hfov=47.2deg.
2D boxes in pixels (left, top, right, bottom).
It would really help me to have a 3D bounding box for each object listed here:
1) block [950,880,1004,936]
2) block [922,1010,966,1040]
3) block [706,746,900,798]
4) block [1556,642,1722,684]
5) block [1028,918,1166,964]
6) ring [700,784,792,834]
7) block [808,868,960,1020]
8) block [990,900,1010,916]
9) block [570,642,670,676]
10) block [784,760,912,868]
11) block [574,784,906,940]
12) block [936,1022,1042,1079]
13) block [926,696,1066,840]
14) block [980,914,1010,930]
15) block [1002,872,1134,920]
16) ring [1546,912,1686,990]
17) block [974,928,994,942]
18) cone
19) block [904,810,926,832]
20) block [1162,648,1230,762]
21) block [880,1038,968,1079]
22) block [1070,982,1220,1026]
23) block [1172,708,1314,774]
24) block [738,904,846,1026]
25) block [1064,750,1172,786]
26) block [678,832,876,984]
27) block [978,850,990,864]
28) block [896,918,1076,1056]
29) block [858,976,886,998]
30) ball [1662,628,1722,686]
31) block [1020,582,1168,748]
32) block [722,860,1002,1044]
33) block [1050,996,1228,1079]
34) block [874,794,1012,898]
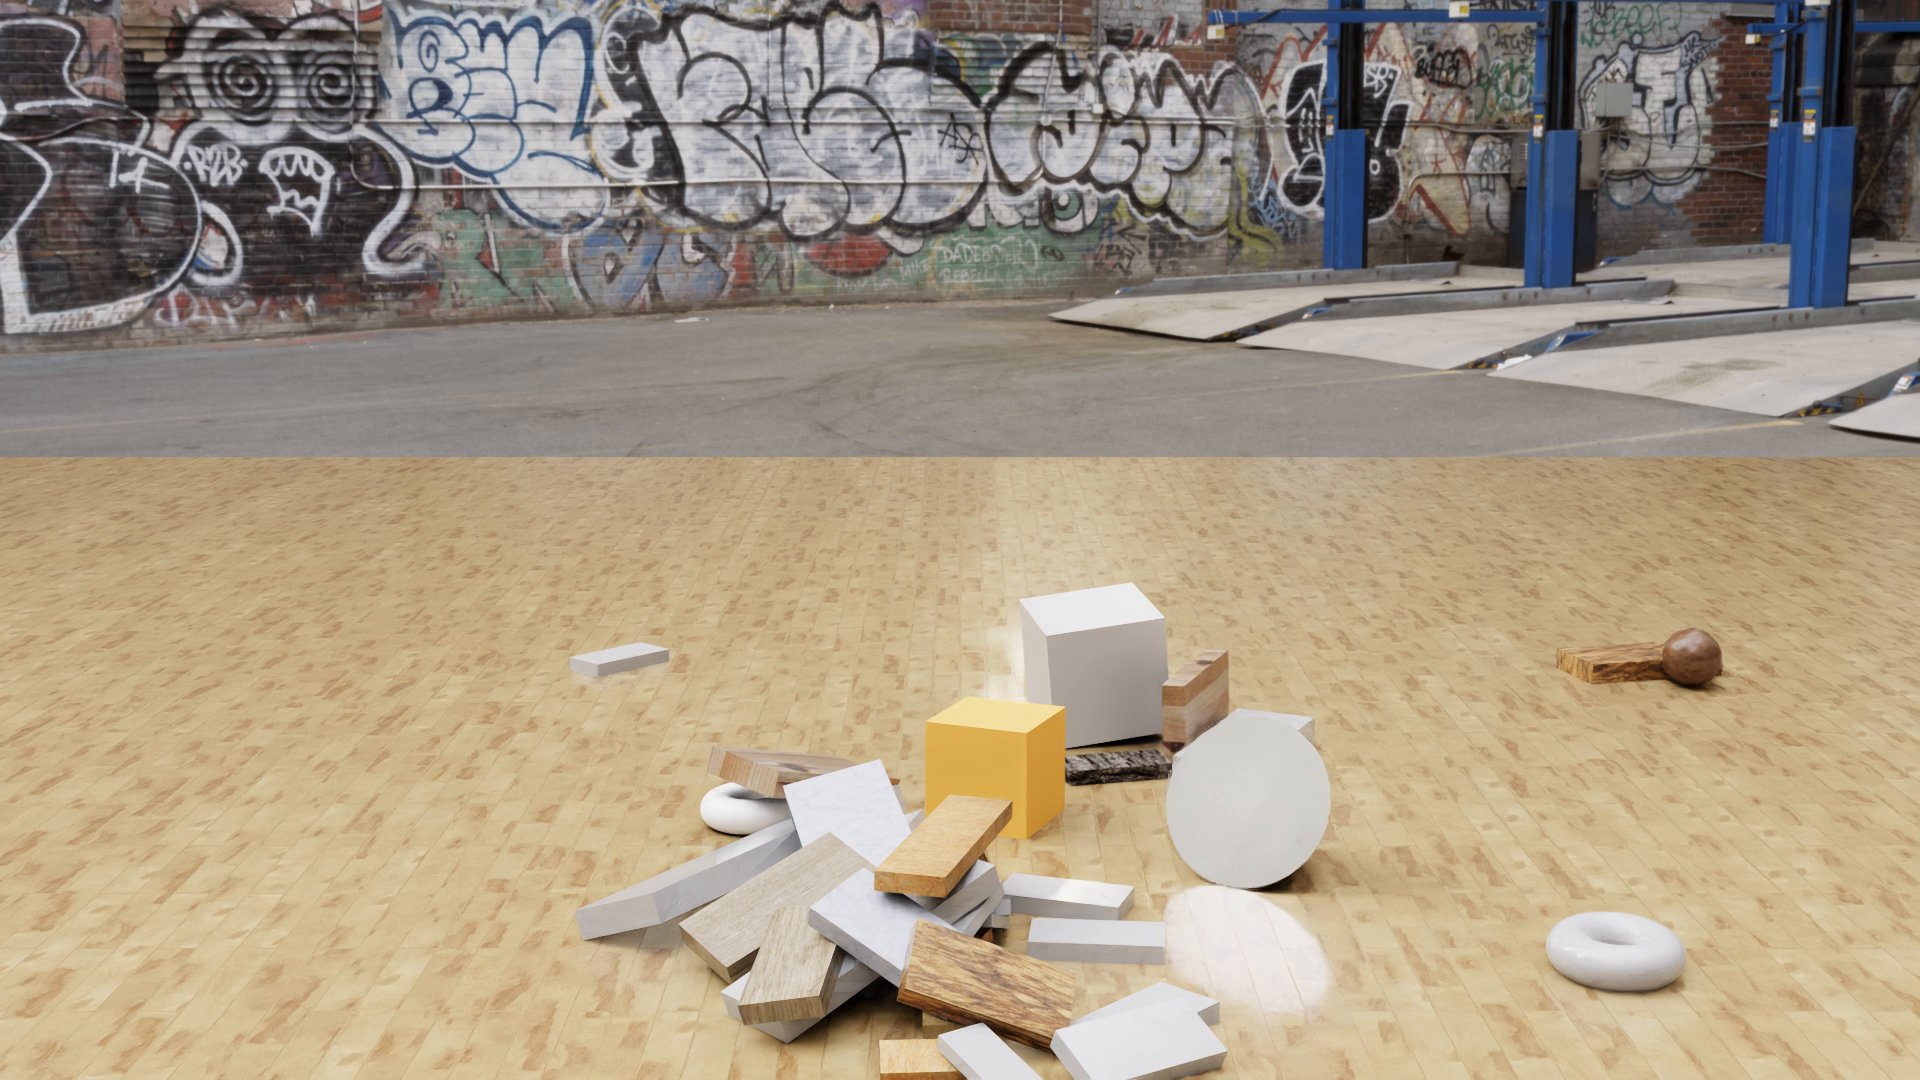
[{"bbox_3d":[-0.004,0.562,3.300,0.085,0.024,0.169,-4,19,25],"label":"block"},{"bbox_3d":[-0.015,0.664,3.095,0.074,0.021,0.148,0,10,-1],"label":"block"},{"bbox_3d":[-0.287,0.437,4.076,0.171,0.048,0.342,15,2,38],"label":"block"},{"bbox_3d":[1.596,0.287,5.172,0.335,0.047,0.167,-3,11,-14],"label":"block"},{"bbox_3d":[0.213,0.622,3.413,0.210,0.030,0.105,1,11,6],"label":"block"},{"bbox_3d":[-0.381,0.490,4.036,0.192,0.064,0.192,-1,10,0],"label":"ring"},{"bbox_3d":[-0.080,0.571,3.126,0.257,0.034,0.120,30,39,27],"label":"block"},{"bbox_3d":[0.036,0.583,3.473,0.085,0.024,0.169,-1,-11,0],"label":"block"},{"bbox_3d":[-0.809,0.284,5.235,0.107,0.030,0.213,10,14,43],"label":"block"},{"bbox_3d":[-0.175,0.476,3.577,0.171,0.048,0.342,-15,24,-8],"label":"block"},{"bbox_3d":[-0.351,0.533,3.690,0.171,0.048,0.677,-18,-1,34],"label":"block"},{"bbox_3d":[0.042,0.699,2.923,0.074,0.021,0.148,-8,28,-36],"label":"block"},{"bbox_3d":[0.067,0.417,4.058,0.198,0.198,0.198,4,11,23],"label":"block"},{"bbox_3d":[0.029,0.589,3.392,0.070,0.020,0.140,-3,-12,12],"label":"block"},{"bbox_3d":[0.171,0.587,3.603,0.210,0.030,0.105,4,11,18],"label":"block"},{"bbox_3d":[0.990,0.621,3.321,0.204,0.068,0.204,0,12,0],"label":"ring"},{"bbox_3d":[-0.007,0.618,3.321,0.070,0.020,0.140,-5,7,21],"label":"block"},{"bbox_3d":[0.554,0.488,3.854,0.296,0.296,0.296,6,-14,30],"label":"cone"},{"bbox_3d":[-0.160,0.537,3.697,0.147,0.042,0.293,-21,4,17],"label":"block"},{"bbox_3d":[0.488,0.343,4.535,0.047,0.167,0.335,2,10,22],"label":"block"},{"bbox_3d":[-0.045,0.702,2.965,0.125,0.018,0.063,-1,30,-3],"label":"block"},{"bbox_3d":[0.258,0.681,3.098,0.108,0.031,0.216,10,14,42],"label":"block"},{"bbox_3d":[0.579,0.420,4.454,0.167,0.047,0.403,5,12,25],"label":"block"},{"bbox_3d":[-0.230,0.601,3.144,0.120,0.034,0.239,-10,22,13],"label":"block"},{"bbox_3d":[0.303,0.449,4.344,0.213,0.030,0.107,-3,11,-14],"label":"block"},{"bbox_3d":[-0.270,0.558,3.344,0.283,0.040,0.141,-29,35,-26],"label":"block"},{"bbox_3d":[-0.028,0.532,3.610,0.147,0.042,0.293,-24,4,-1],"label":"block"},{"bbox_3d":[0.039,0.617,3.038,0.239,0.034,0.120,21,42,-8],"label":"block"},{"bbox_3d":[-0.227,0.604,3.332,0.283,0.040,0.141,6,35,27],"label":"block"},{"bbox_3d":[1.676,0.269,5.034,0.133,0.133,0.133,0,11,0],"label":"ball"},{"bbox_3d":[0.283,0.262,4.622,0.250,0.250,0.250,-8,17,-9],"label":"block"},{"bbox_3d":[-0.140,0.585,3.226,0.424,0.040,0.141,-31,26,-34],"label":"block"},{"bbox_3d":[0.241,0.685,2.961,0.216,0.031,0.108,-7,36,-32],"label":"block"},{"bbox_3d":[-0.019,0.460,3.343,0.105,0.030,0.434,3,9,14],"label":"block"}]
